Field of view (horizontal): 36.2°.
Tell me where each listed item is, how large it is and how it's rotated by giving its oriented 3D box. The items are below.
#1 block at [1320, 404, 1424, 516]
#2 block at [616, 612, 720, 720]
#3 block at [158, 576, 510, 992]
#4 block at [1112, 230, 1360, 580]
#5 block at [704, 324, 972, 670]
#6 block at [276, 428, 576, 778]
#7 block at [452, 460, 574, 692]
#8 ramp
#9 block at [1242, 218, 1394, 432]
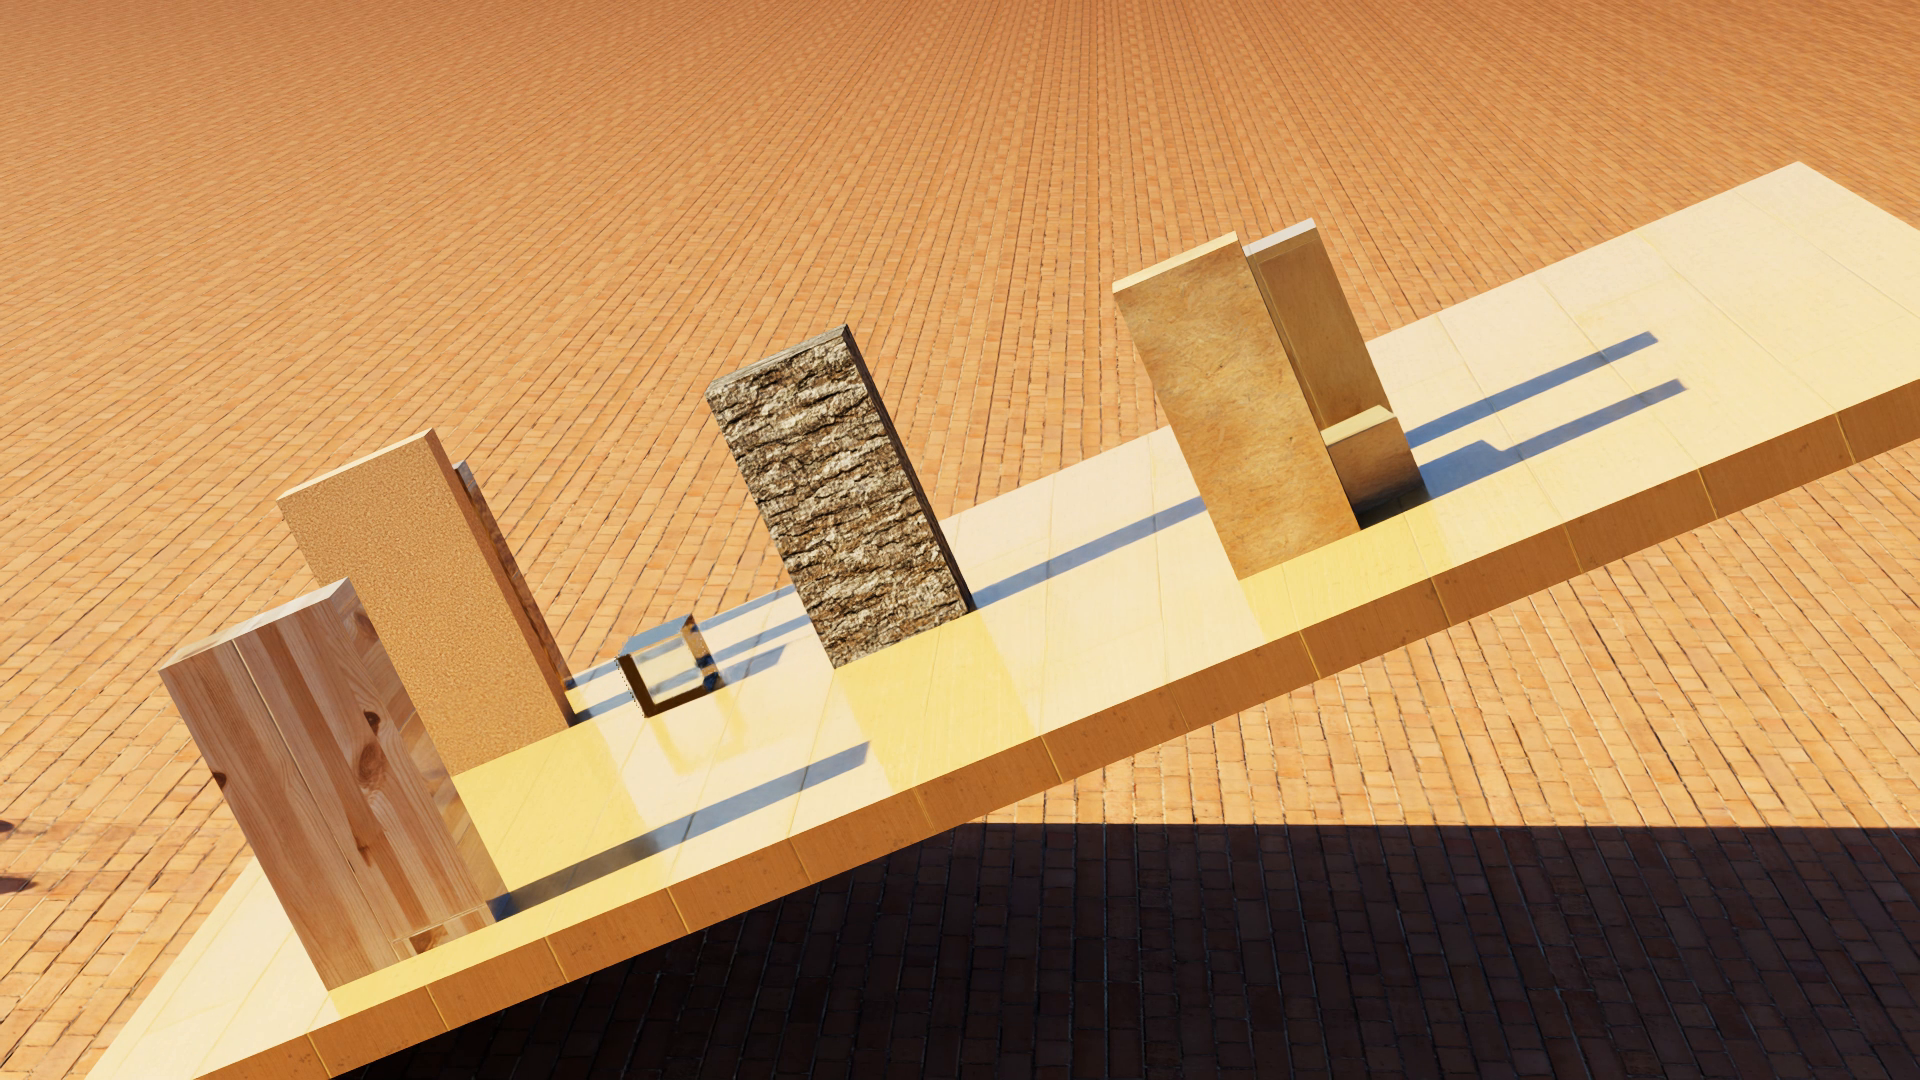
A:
[{"bbox_3d":[0.804,-0.158,5.801,0.149,0.149,0.149,-25,13,0],"label":"block"},{"bbox_3d":[-0.664,0.286,6.703,0.156,0.156,0.156,-22,13,11],"label":"block"},{"bbox_3d":[-1.201,0.473,5.674,0.368,0.710,0.143,-23,13,8],"label":"block"},{"bbox_3d":[0.531,-0.255,5.642,0.254,0.613,0.112,-23,13,8],"label":"block"},{"bbox_3d":[-0.258,-0.093,6.330,0.320,0.663,0.139,-23,13,8],"label":"block"},{"bbox_3d":[-1.246,0.163,6.887,0.387,0.766,0.093,-23,13,8],"label":"block"},{"bbox_3d":[-1.241,0.150,7.272,0.325,0.618,0.091,-23,13,8],"label":"block"},{"bbox_3d":[0.131,0.170,6.285,4.000,0.100,2.000,-23,13,8],"label":"ramp"},{"bbox_3d":[0.633,-0.344,6.064,0.414,0.503,0.123,-23,13,8],"label":"block"}]
